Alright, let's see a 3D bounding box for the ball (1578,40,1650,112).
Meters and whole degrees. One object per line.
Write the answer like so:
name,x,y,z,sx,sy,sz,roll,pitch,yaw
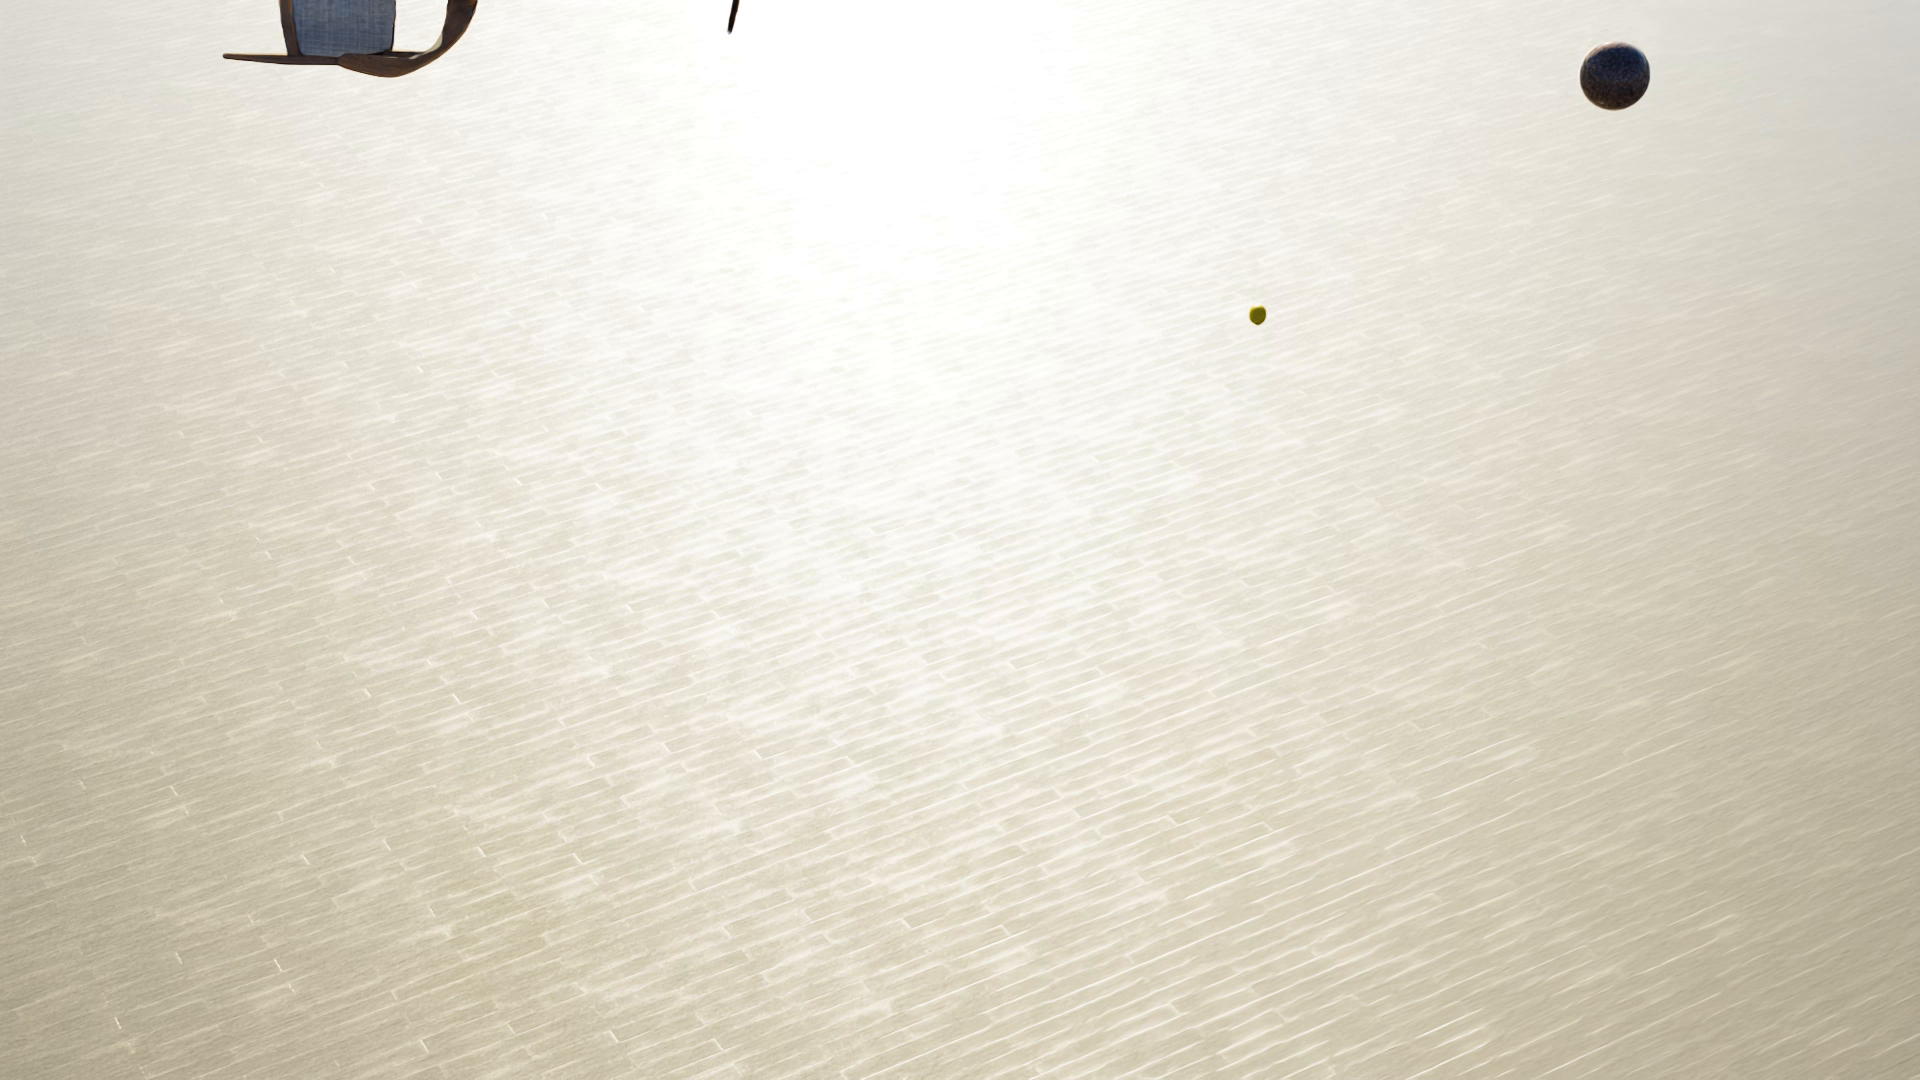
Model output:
ball,2.091,-1.485,9.366,0.227,0.227,0.227,0,33,0
